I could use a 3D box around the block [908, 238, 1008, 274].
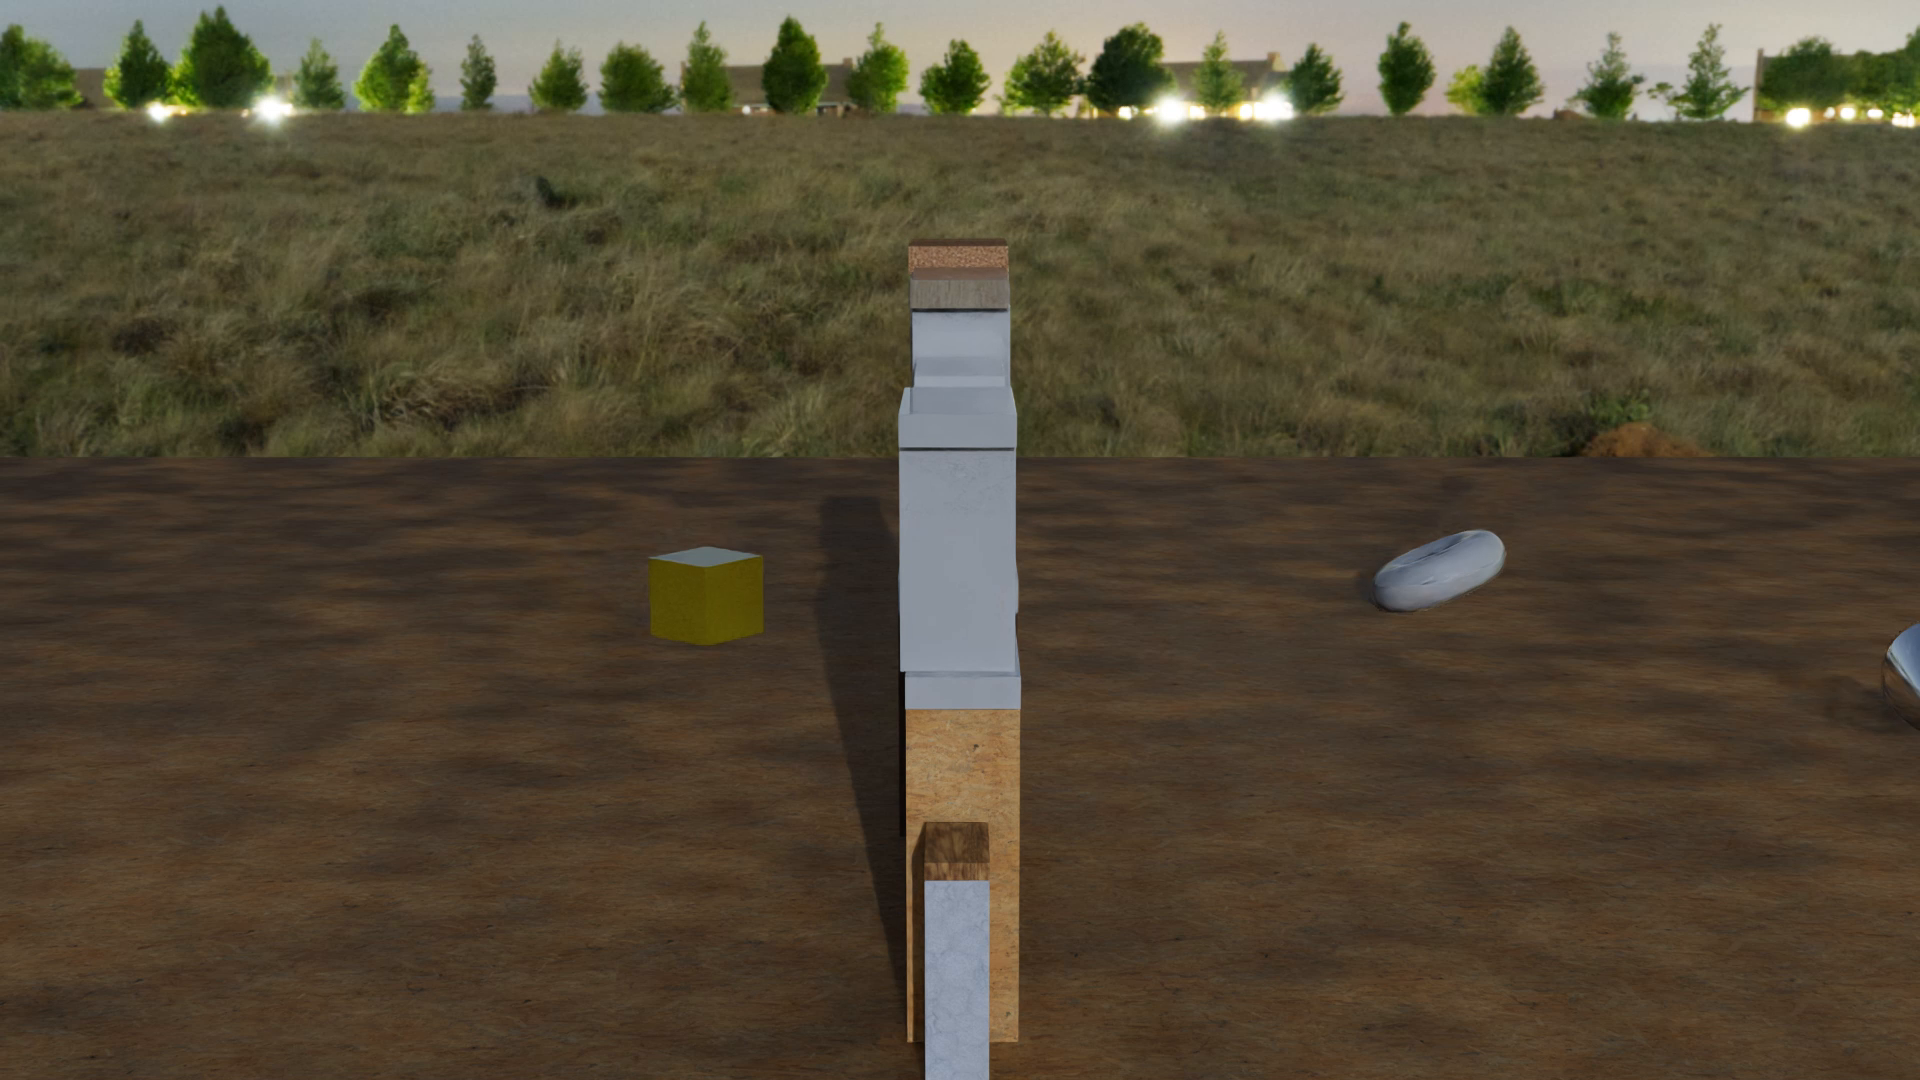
[{"bbox_3d":[-0.002,-0.505,3.902,0.169,0.048,0.338,0,10,0],"label":"block"}]

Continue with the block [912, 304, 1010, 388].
[{"bbox_3d":[0.002,-0.186,3.521,0.154,0.379,0.044,0,12,0],"label":"block"}]

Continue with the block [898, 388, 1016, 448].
[{"bbox_3d":[-0.003,-0.171,3.039,0.155,0.044,0.310,0,10,0],"label":"block"}]

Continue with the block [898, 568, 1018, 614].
[{"bbox_3d":[-0.003,0.051,3.423,0.178,0.050,0.356,0,11,0],"label":"block"}]

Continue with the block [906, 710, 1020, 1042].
[{"bbox_3d":[0.004,0.457,3.049,0.155,0.487,0.044,0,11,0],"label":"block"}]

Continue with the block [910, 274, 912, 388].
[{"bbox_3d":[-0.001,-0.294,3.823,0.169,0.338,0.048,0,9,1],"label":"block"}]

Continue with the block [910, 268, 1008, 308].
[{"bbox_3d":[0.000,-0.412,3.579,0.154,0.044,0.309,0,11,0],"label":"block"}]

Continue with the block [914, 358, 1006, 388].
[{"bbox_3d":[-0.001,-0.243,3.323,0.132,0.037,0.264,0,11,0],"label":"block"}]

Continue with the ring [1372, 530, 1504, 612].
[{"bbox_3d":[1.268,0.083,5.837,0.370,0.123,0.370,-23,3,1],"label":"ring"}]

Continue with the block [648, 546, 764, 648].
[{"bbox_3d":[-0.638,0.140,5.539,0.201,0.201,0.201,8,13,38],"label":"block"}]

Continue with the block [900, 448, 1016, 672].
[{"bbox_3d":[-0.003,0.022,2.970,0.155,0.310,0.044,0,10,0],"label":"block"}]

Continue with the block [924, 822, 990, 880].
[{"bbox_3d":[-0.004,0.410,2.899,0.084,0.024,0.167,0,11,0],"label":"block"}]

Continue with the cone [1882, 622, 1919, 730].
[{"bbox_3d":[1.977,0.320,4.411,0.269,0.269,0.269,6,18,28],"label":"cone"}]

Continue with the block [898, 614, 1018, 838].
[{"bbox_3d":[-0.003,0.273,3.343,0.178,0.356,0.050,0,11,0],"label":"block"}]

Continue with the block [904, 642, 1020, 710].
[{"bbox_3d":[0.004,0.177,3.102,0.155,0.044,0.310,0,10,0],"label":"block"}]

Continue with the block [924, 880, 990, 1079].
[{"bbox_3d":[-0.004,0.582,2.874,0.084,0.306,0.024,0,11,0],"label":"block"}]
